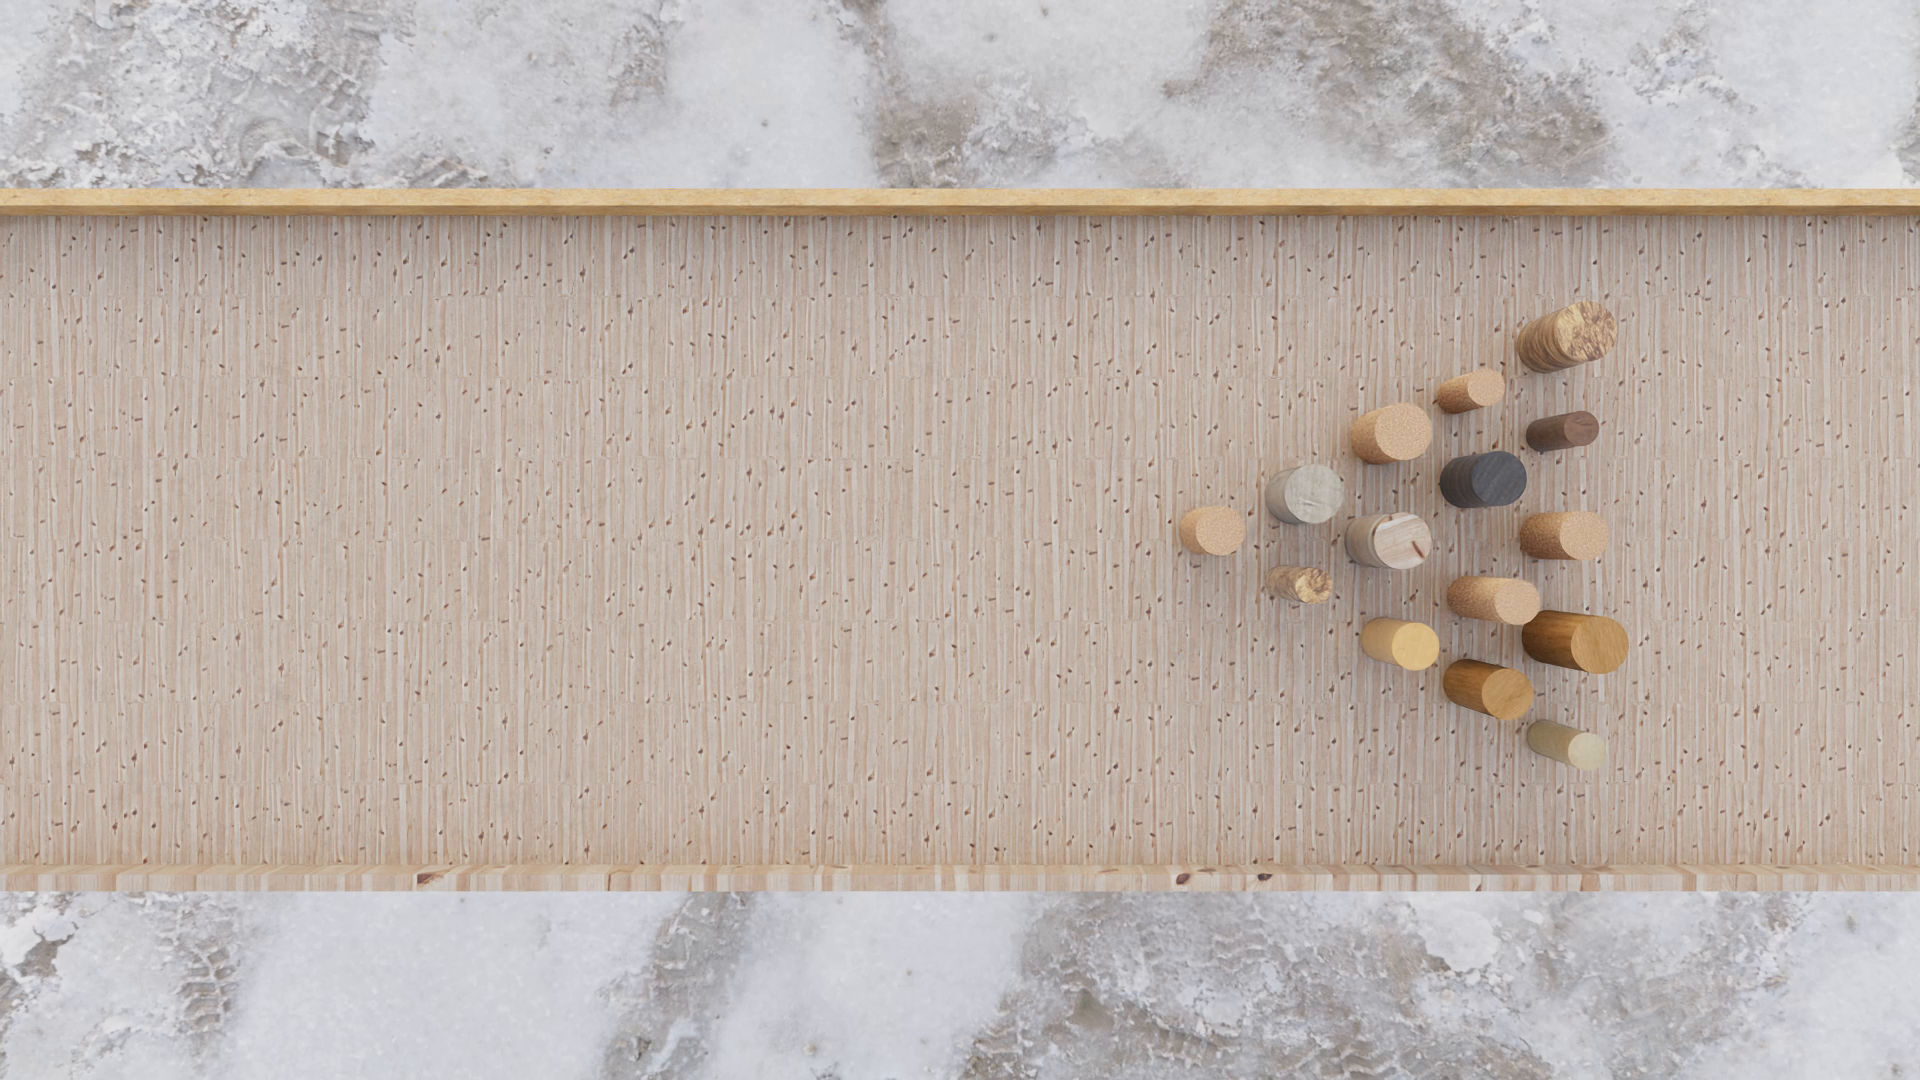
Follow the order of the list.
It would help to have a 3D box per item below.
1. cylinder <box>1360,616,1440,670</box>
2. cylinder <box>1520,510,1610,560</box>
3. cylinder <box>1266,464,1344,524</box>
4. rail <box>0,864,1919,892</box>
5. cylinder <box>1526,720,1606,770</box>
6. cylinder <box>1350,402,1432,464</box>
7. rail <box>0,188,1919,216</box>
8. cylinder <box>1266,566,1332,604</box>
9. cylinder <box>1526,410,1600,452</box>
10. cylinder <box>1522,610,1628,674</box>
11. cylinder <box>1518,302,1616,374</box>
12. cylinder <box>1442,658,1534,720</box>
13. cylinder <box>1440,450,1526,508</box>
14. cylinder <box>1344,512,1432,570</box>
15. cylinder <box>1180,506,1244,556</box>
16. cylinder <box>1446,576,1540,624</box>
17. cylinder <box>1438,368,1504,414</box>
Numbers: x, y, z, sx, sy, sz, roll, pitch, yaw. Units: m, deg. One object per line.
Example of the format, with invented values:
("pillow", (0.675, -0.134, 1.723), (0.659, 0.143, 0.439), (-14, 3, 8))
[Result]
("cylinder", (1.302, 0.305, 4.895), (0.137, 0.363, 0.137), (0, 90, 0))
("cylinder", (1.794, -0.013, 4.908), (0.142, 0.337, 0.142), (0, 90, 0))
("cylinder", (1.024, -0.135, 4.924), (0.171, 0.305, 0.171), (0, 90, 0))
("rail", (-2.247, 1.025, 5.001), (12.000, 0.150, 0.050), (0, 90, 0))
("cylinder", (1.798, 0.607, 4.903), (0.109, 0.347, 0.109), (0, 90, 0))
("cylinder", (1.284, -0.315, 4.924), (0.166, 0.305, 0.166), (0, 90, 0))
("rail", (-2.247, -1.025, 5.002), (12.000, 0.150, 0.050), (0, 90, 0))
("cylinder", (0.991, 0.129, 4.849), (0.103, 0.456, 0.103), (0, 90, 0))
("cylinder", (1.792, -0.322, 4.917), (0.103, 0.320, 0.103), (0, 90, 0))
("cylinder", (1.810, 0.298, 4.872), (0.165, 0.410, 0.165), (0, 90, 0))
("cylinder", (1.801, -0.600, 4.908), (0.175, 0.337, 0.175), (0, 90, 0))
("cylinder", (1.560, 0.439, 4.887), (0.148, 0.380, 0.148), (0, 90, 0))
("cylinder", (1.556, -0.177, 4.917), (0.160, 0.318, 0.160), (0, 90, 0))
("cylinder", (1.264, 0.002, 4.893), (0.164, 0.367, 0.164), (0, 90, 0))
("cylinder", (0.746, -0.027, 4.900), (0.142, 0.353, 0.142), (0, 90, 0))
("cylinder", (1.562, 0.174, 4.847), (0.127, 0.458, 0.127), (0, 90, 0))
("cylinder", (1.522, -0.442, 4.924), (0.108, 0.306, 0.108), (0, 90, 0))
